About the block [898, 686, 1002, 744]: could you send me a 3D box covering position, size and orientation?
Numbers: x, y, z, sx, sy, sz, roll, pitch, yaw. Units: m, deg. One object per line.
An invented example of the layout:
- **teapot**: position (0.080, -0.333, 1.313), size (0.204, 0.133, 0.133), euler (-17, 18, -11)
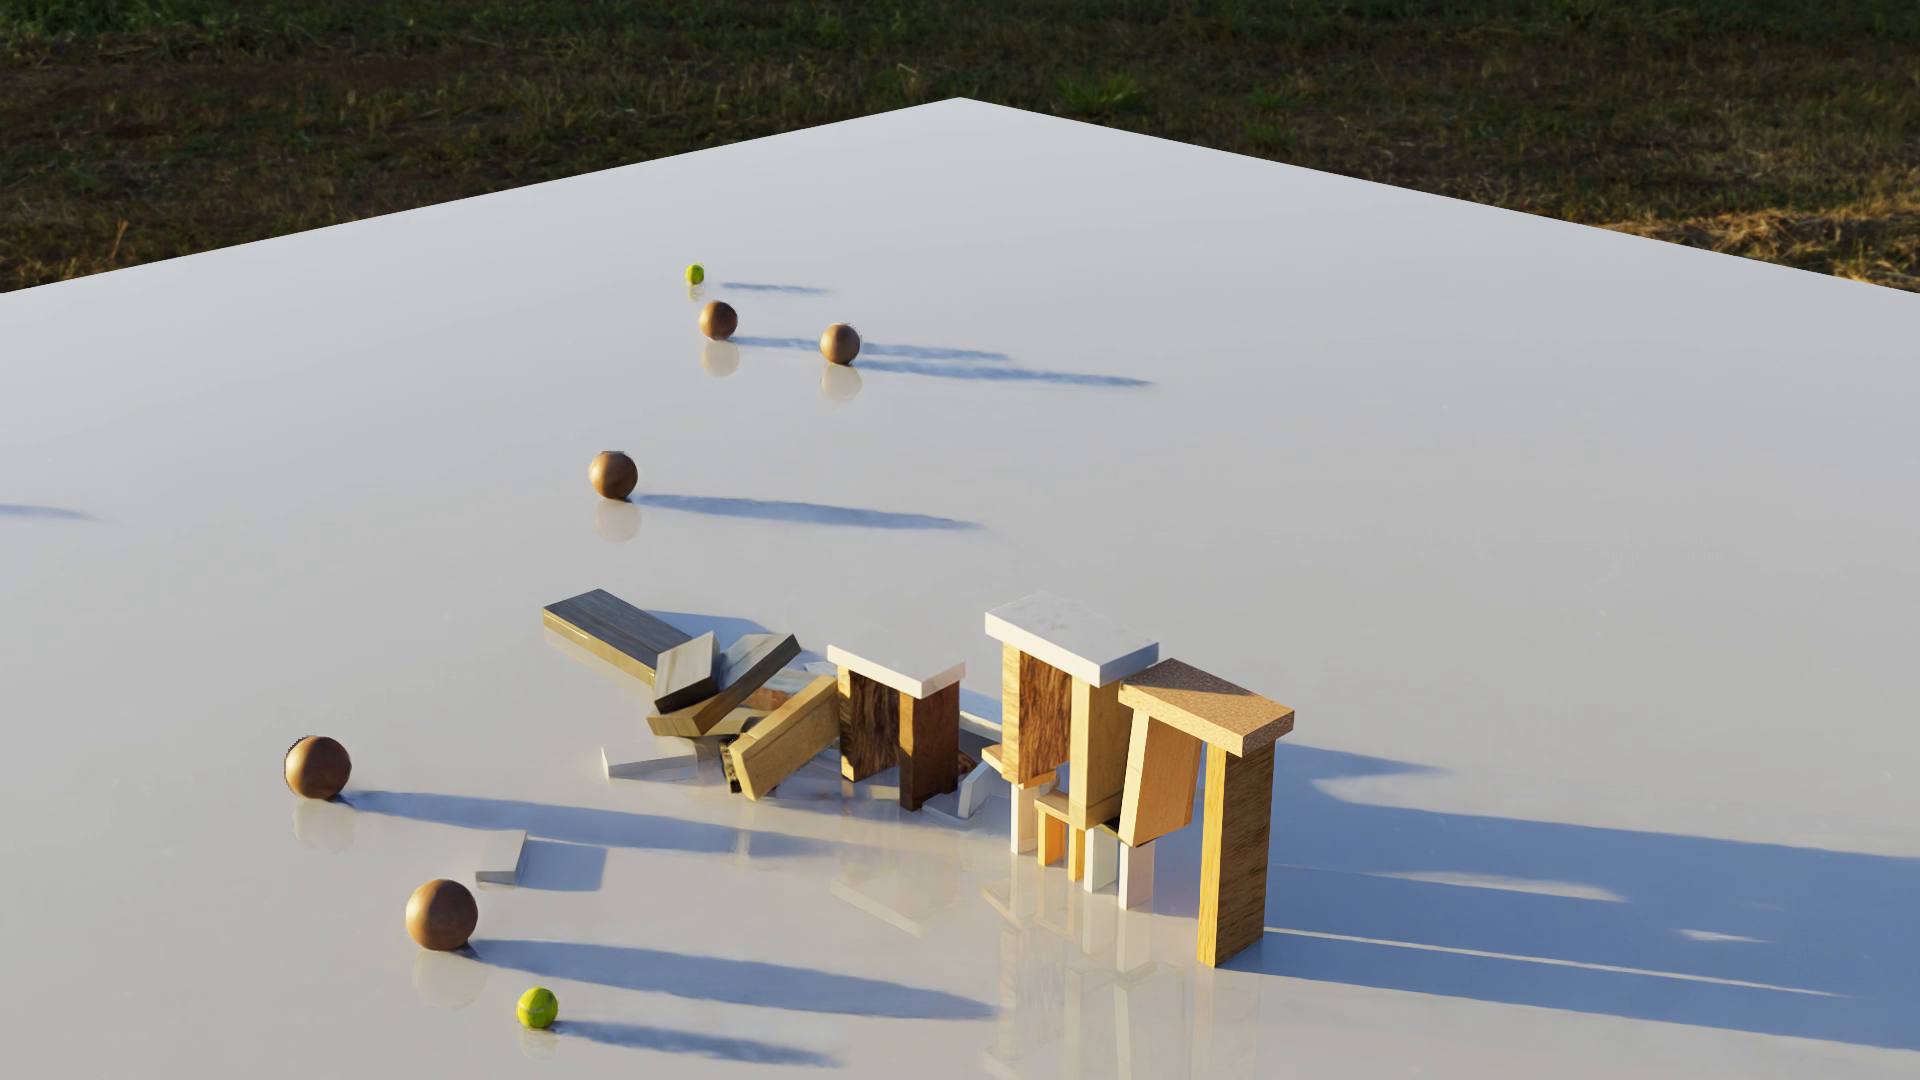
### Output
- **block**: position (0.001, 0.361, 4.750), size (0.437, 0.038, 0.134), euler (18, 17, 29)

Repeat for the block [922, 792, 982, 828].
- **block**: position (-0.016, 0.547, 4.450), size (0.113, 0.016, 0.057), euler (19, 29, 38)

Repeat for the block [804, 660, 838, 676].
- **block**: position (-0.273, 0.300, 5.025), size (0.153, 0.022, 0.076), euler (-5, 24, -12)

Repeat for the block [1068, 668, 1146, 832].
- **block**: position (0.275, 0.370, 4.078), size (0.152, 0.315, 0.043), euler (-19, 30, -38)

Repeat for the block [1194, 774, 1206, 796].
- **block**: position (0.491, 0.506, 4.546), size (0.120, 0.017, 0.060), euler (4, 23, 9)

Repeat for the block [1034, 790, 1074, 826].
- **block**: position (0.207, 0.516, 4.217), size (0.120, 0.017, 0.060), euler (21, 31, 41)

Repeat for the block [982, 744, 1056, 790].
- **block**: position (0.115, 0.440, 4.314), size (0.075, 0.021, 0.149), euler (-13, 26, -28)

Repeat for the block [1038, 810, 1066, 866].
- **block**: position (0.179, 0.568, 4.270), size (0.017, 0.120, 0.060), euler (21, 31, 41)

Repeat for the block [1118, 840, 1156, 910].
- **block**: position (0.332, 0.619, 4.123), size (0.070, 0.139, 0.020), euler (-18, 29, -36)

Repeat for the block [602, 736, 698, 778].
- **block**: position (-0.657, 0.455, 4.653), size (0.188, 0.027, 0.094), euler (-7, 24, -15)

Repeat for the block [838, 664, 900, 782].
- **block**: position (-0.188, 0.361, 4.575), size (0.130, 0.261, 0.037), euler (-19, 28, -38)

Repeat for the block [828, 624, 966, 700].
- **block**: position (-0.130, 0.245, 4.466), size (0.261, 0.037, 0.130), euler (20, 30, 38)

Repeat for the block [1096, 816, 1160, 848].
- **block**: position (0.305, 0.531, 4.126), size (0.070, 0.020, 0.139), euler (-19, 30, -38)

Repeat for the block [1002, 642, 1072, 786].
- **block**: position (0.150, 0.304, 4.219), size (0.152, 0.303, 0.043), euler (-21, 31, -40)

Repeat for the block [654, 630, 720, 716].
- **block**: position (-0.597, 0.290, 4.821), size (0.134, 0.038, 0.268), euler (-24, 19, 3)

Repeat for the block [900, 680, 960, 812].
- **block**: position (-0.062, 0.409, 4.461), size (0.131, 0.261, 0.037), euler (-21, 32, -41)

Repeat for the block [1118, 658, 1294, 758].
- **block**: position (0.433, 0.293, 3.885), size (0.142, 0.040, 0.283), euler (-21, 31, -40)

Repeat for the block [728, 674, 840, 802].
- **block**: position (-0.349, 0.405, 4.522), size (0.038, 0.134, 0.268), euler (25, 50, 39)

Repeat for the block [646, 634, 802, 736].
- **block**: position (-0.513, 0.313, 4.790), size (0.166, 0.047, 0.331), euler (-4, 28, 45)

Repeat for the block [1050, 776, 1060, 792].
- **block**: position (0.161, 0.514, 4.529), size (0.057, 0.016, 0.113), euler (9, 25, 20)

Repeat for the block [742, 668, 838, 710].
- **block**: position (-0.302, 0.345, 4.849), size (0.331, 0.047, 0.166), euler (8, 14, 19)

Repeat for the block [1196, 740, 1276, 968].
- **block**: position (0.493, 0.540, 3.921), size (0.040, 0.443, 0.142), euler (21, 31, 41)

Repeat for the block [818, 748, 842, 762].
- **block**: position (-0.302, 0.423, 4.730), size (0.188, 0.027, 0.094), euler (15, 27, 31)

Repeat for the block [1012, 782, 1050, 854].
- **block**: position (0.137, 0.537, 4.304), size (0.075, 0.149, 0.021), euler (-14, 27, -30)

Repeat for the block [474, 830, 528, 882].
- **block**: position (-0.893, 0.614, 4.285), size (0.076, 0.022, 0.153), euler (-1, 23, -2)

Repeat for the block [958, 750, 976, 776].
- **block**: position (-0.019, 0.463, 4.650), size (0.057, 0.016, 0.113), euler (-14, 27, -30)

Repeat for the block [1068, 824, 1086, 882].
- **block**: position (0.235, 0.590, 4.218), size (0.017, 0.120, 0.060), euler (21, 31, 41)

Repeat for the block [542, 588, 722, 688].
- **block**: position (-0.754, 0.239, 5.138), size (0.166, 0.047, 0.546), euler (-20, 30, -39)

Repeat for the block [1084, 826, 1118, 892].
- **block**: position (0.268, 0.594, 4.181), size (0.020, 0.140, 0.070), euler (21, 31, 40)

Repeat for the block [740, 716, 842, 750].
- **block**: position (-0.347, 0.412, 4.694), size (0.236, 0.022, 0.076), euler (4, 23, 9)

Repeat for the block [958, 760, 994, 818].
- **block**: position (0.032, 0.502, 4.445), size (0.021, 0.075, 0.149), euler (12, 14, 15)

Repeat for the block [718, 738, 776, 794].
- **block**: position (-0.448, 0.470, 4.620), size (0.094, 0.027, 0.188), euler (-5, 24, -12)

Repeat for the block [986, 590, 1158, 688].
- **block**: position (0.205, 0.180, 4.068), size (0.152, 0.043, 0.303), euler (-19, 30, -37)

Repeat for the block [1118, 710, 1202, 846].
- **block**: position (0.371, 0.414, 4.017), size (0.142, 0.283, 0.040), euler (-15, 33, -33)
